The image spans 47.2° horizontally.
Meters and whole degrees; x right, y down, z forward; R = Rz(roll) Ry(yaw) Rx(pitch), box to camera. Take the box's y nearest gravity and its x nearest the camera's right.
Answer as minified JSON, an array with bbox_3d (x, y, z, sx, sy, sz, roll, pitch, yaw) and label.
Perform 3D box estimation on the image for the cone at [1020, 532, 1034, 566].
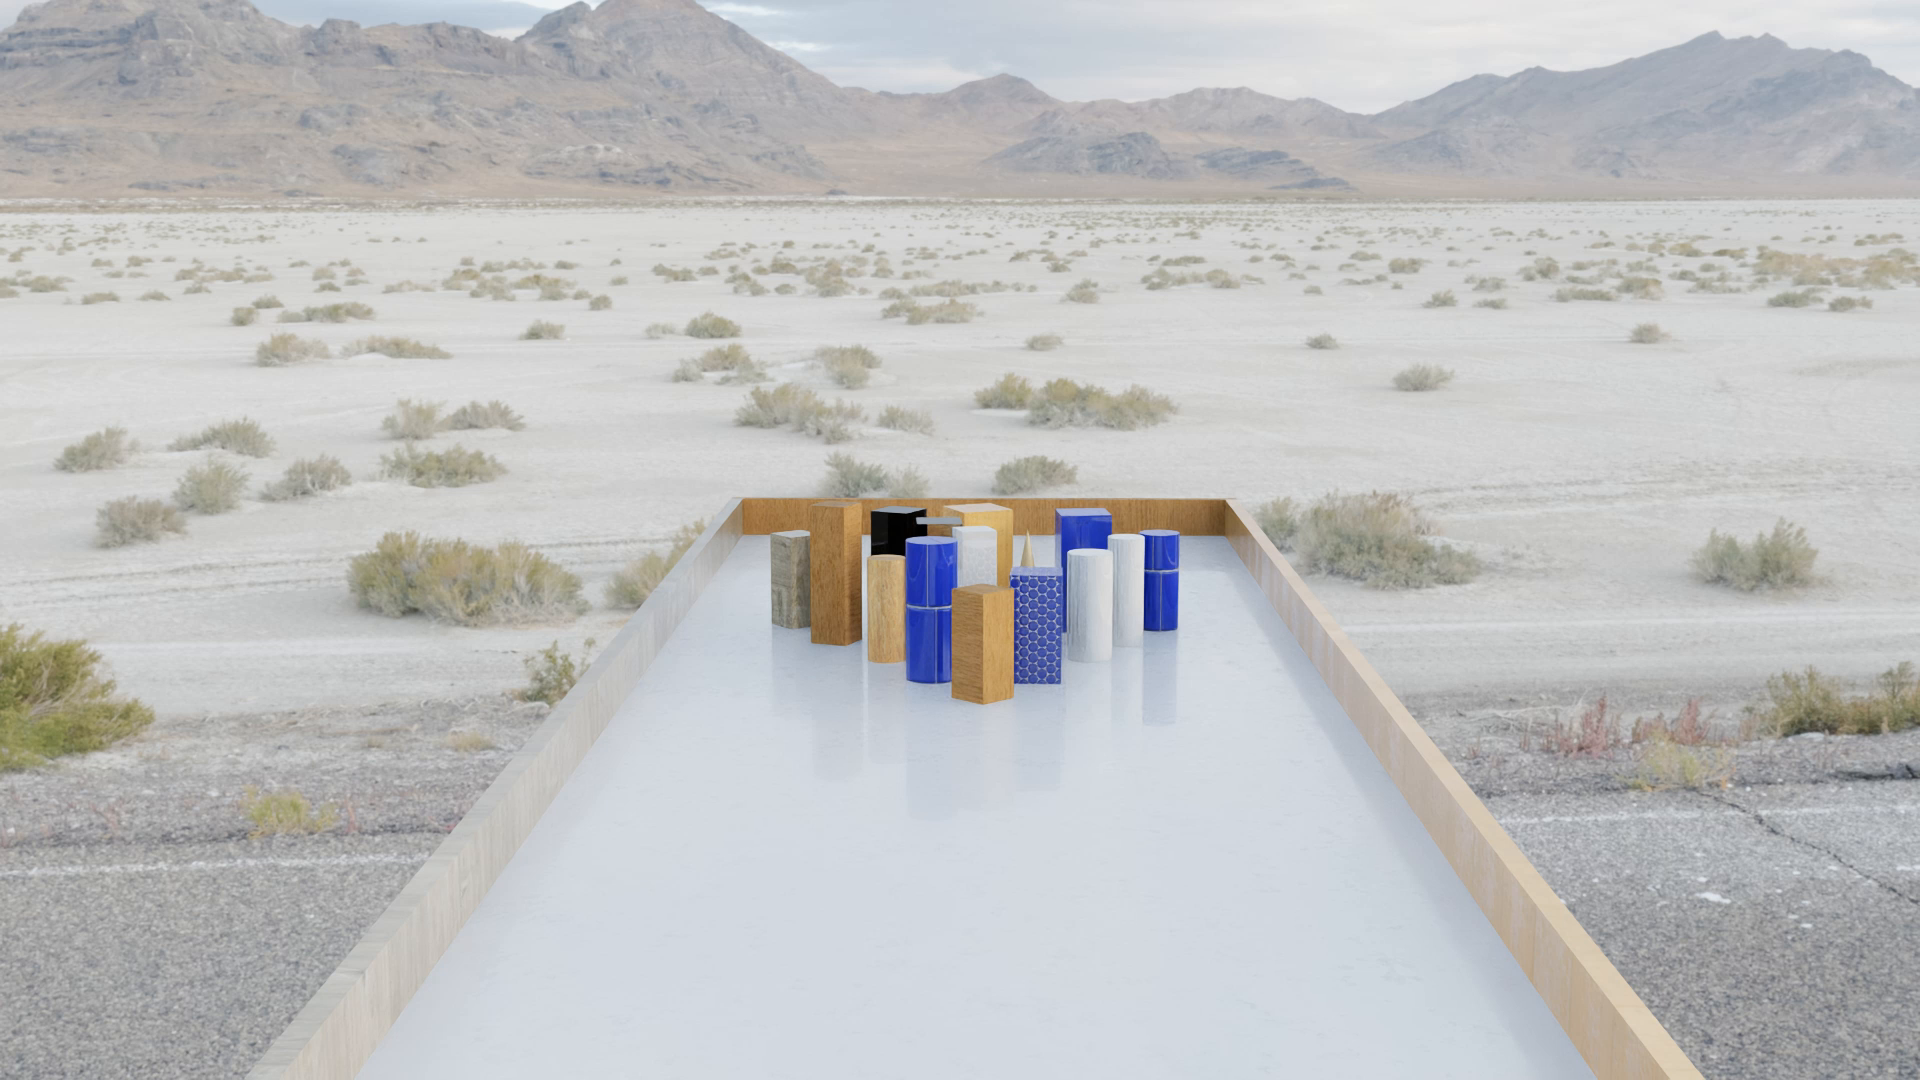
[{"bbox_3d":[0.212,0.146,6.914,0.144,0.368,0.144,0,9,0],"label":"cone"}]

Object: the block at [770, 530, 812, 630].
[{"bbox_3d":[-0.537,0.129,7.230,0.121,0.303,0.121,-7,11,-37],"label":"block"}]

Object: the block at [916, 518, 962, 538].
[{"bbox_3d":[-0.066,0.130,6.951,0.141,0.387,0.141,0,9,-3],"label":"block"}]

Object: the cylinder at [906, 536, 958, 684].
[{"bbox_3d":[-0.082,0.203,6.414,0.152,0.410,0.152,0,9,0],"label":"cylinder"}]

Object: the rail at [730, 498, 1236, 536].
[{"bbox_3d":[0.099,-0.098,9.147,2.100,0.150,0.050,0,9,1],"label":"rail"}]

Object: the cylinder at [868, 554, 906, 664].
[{"bbox_3d":[-0.223,0.209,6.687,0.117,0.314,0.117,0,9,0],"label":"cylinder"}]

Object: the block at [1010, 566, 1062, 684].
[{"bbox_3d":[0.223,0.248,6.424,0.150,0.319,0.150,1,9,4],"label":"block"}]

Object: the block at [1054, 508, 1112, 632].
[{"bbox_3d":[0.400,0.098,7.173,0.163,0.382,0.163,-1,9,-5],"label":"block"}]

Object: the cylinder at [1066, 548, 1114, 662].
[{"bbox_3d":[0.396,0.199,6.703,0.139,0.328,0.139,0,9,0],"label":"cylinder"}]

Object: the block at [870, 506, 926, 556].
[{"bbox_3d":[-0.199,0.091,7.204,0.134,0.385,0.134,5,10,28],"label":"block"}]

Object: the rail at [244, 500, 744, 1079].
[{"bbox_3d":[-1.004,0.839,3.234,0.050,0.150,12.000,0,9,1],"label":"rail"}]

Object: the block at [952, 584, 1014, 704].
[{"bbox_3d":[0.064,0.291,6.178,0.124,0.312,0.124,9,13,44],"label":"block"}]

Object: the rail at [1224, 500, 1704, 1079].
[{"bbox_3d":[1.046,0.843,3.208,0.050,0.150,12.000,0,9,1],"label":"rail"}]

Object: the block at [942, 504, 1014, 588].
[{"bbox_3d":[0.058,0.088,7.211,0.173,0.390,0.173,-4,10,-24],"label":"block"}]

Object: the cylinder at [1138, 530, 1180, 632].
[{"bbox_3d":[0.648,0.132,7.172,0.132,0.315,0.132,0,9,0],"label":"cylinder"}]

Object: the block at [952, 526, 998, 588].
[{"bbox_3d":[0.044,0.164,6.699,0.108,0.400,0.108,-3,9,-17],"label":"block"}]

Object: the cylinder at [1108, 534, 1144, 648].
[{"bbox_3d":[0.520,0.159,6.917,0.117,0.342,0.117,0,9,0],"label":"cylinder"}]

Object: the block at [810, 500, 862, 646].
[{"bbox_3d":[-0.391,0.104,6.949,0.120,0.440,0.120,4,10,24],"label":"block"}]
